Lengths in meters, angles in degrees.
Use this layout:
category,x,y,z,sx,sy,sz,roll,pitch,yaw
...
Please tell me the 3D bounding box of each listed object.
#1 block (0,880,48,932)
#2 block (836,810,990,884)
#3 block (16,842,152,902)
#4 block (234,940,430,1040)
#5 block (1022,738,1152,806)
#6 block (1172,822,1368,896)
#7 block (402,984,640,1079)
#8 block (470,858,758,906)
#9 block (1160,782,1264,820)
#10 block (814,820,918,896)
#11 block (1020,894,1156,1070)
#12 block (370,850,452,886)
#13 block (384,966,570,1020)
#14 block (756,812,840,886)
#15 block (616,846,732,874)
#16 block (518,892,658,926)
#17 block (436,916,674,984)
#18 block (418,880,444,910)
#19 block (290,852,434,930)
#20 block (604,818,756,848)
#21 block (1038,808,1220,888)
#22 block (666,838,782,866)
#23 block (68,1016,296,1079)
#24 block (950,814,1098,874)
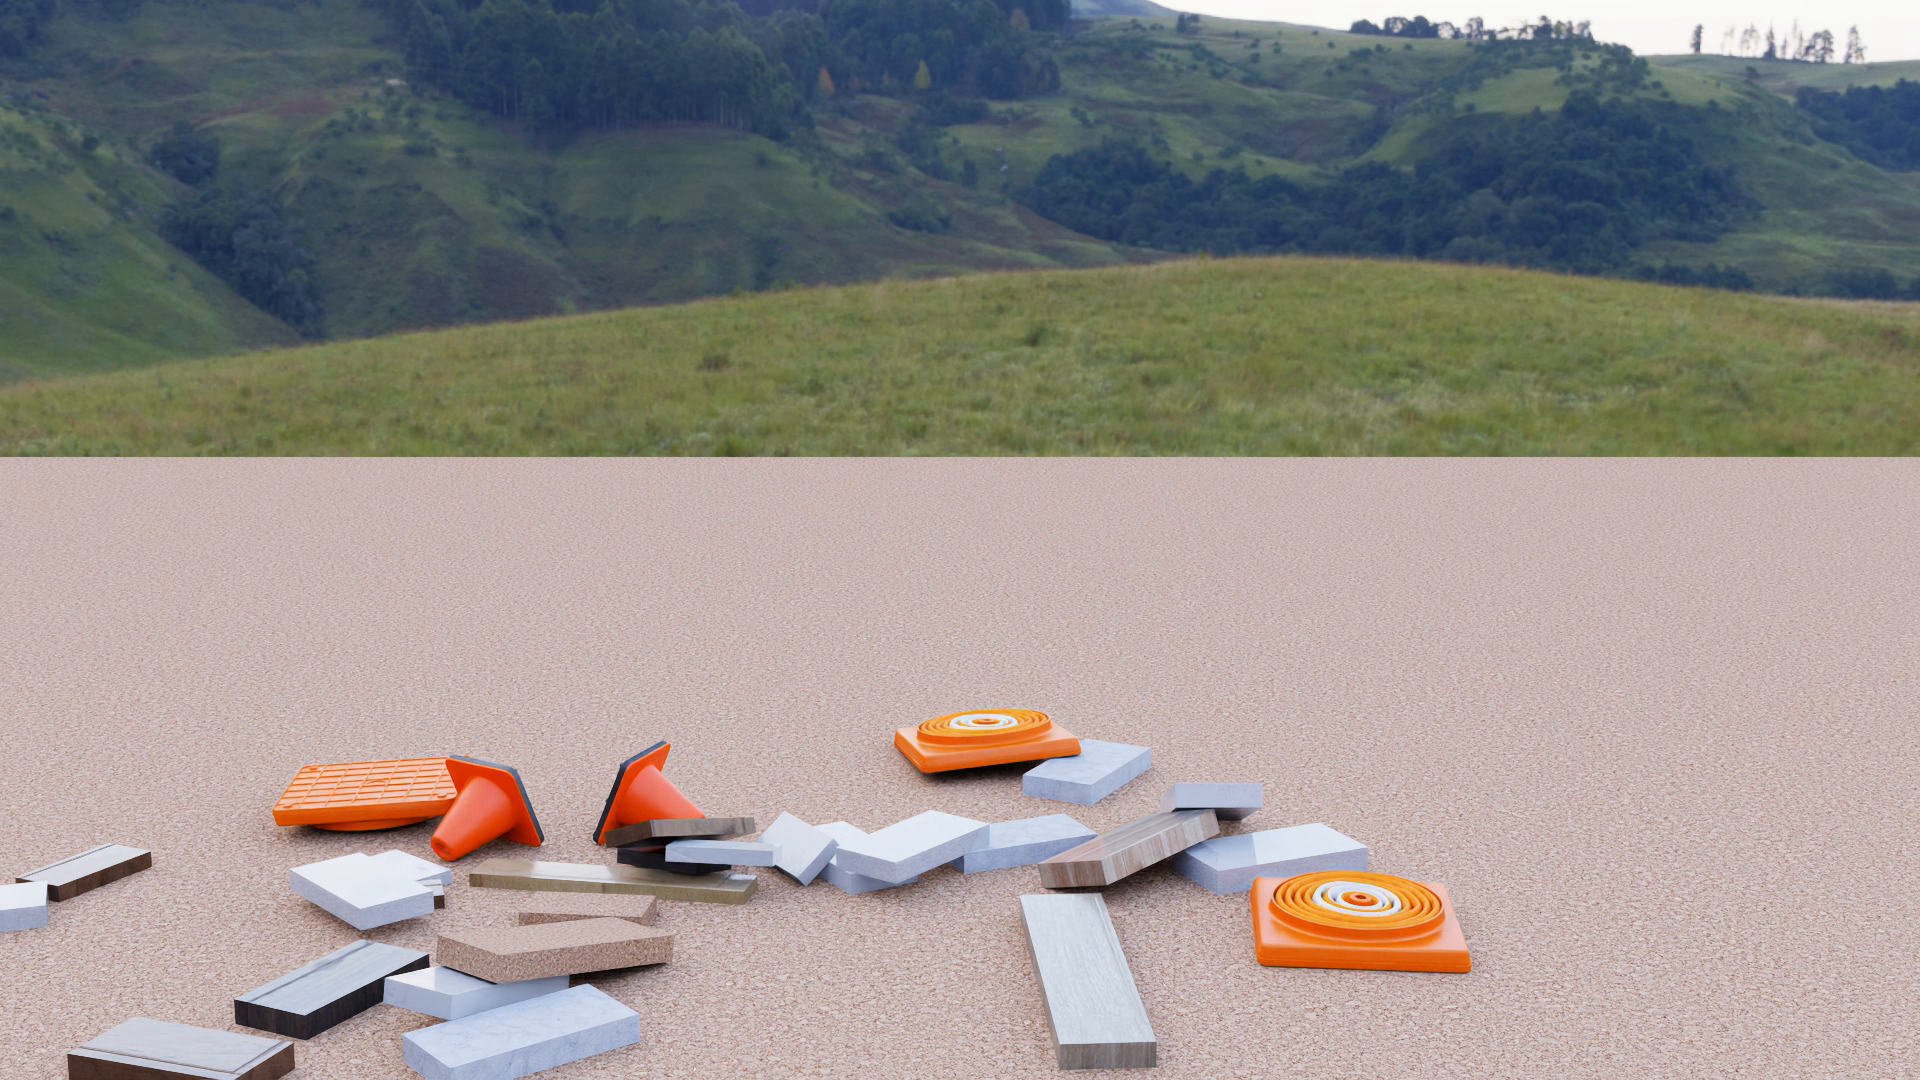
category,x,y,z,sx,sy,sz,roll,pitch,yaw
block,-1.669,0.603,3.503,0.398,0.036,0.126,-4,11,-21
block,-0.078,0.520,3.744,0.129,0.037,0.258,8,13,37
block,-1.486,0.563,3.734,0.100,0.028,0.200,5,12,26
block,-0.915,0.655,3.217,0.132,0.037,0.264,5,12,26
block,0.251,0.452,4.302,0.144,0.041,0.287,6,12,27
block,0.534,0.547,3.785,0.299,0.042,0.149,-5,12,-24
block,-0.604,0.687,3.036,0.287,0.041,0.144,-8,13,-38
block,-0.583,0.573,3.696,0.479,0.023,0.081,2,11,11
block,0.444,0.467,3.917,0.149,0.042,0.299,0,-11,0
block,-0.195,0.547,3.799,0.129,0.037,0.258,-7,12,-31
block,0.181,0.645,3.270,0.132,0.037,0.591,-1,11,-4
block,-0.947,0.564,3.744,0.162,0.023,0.081,9,14,41
block,-0.695,0.642,3.179,0.126,0.036,0.252,6,3,29
block,-0.284,0.530,3.782,0.090,0.025,0.180,-47,29,-17
block,-0.489,0.545,3.762,0.180,0.026,0.090,2,0,35
block,-0.598,0.599,3.541,0.200,0.028,0.100,1,11,6
block,-0.598,0.608,3.274,0.144,0.041,0.333,6,1,40
block,-0.933,0.589,3.613,0.162,0.023,0.081,-3,11,-17
block,-0.972,0.568,3.566,0.126,0.036,0.252,-9,14,-41
block,-0.477,0.503,3.779,0.100,0.028,0.289,-18,-14,28
block,0.289,0.524,3.744,0.299,0.042,0.149,-16,2,-43
block,-0.394,0.523,3.679,0.180,0.026,0.090,2,0,5
block,-1.049,0.702,2.963,0.264,0.037,0.132,4,11,19
block,0.098,0.533,3.874,0.258,0.037,0.129,-5,12,-24
